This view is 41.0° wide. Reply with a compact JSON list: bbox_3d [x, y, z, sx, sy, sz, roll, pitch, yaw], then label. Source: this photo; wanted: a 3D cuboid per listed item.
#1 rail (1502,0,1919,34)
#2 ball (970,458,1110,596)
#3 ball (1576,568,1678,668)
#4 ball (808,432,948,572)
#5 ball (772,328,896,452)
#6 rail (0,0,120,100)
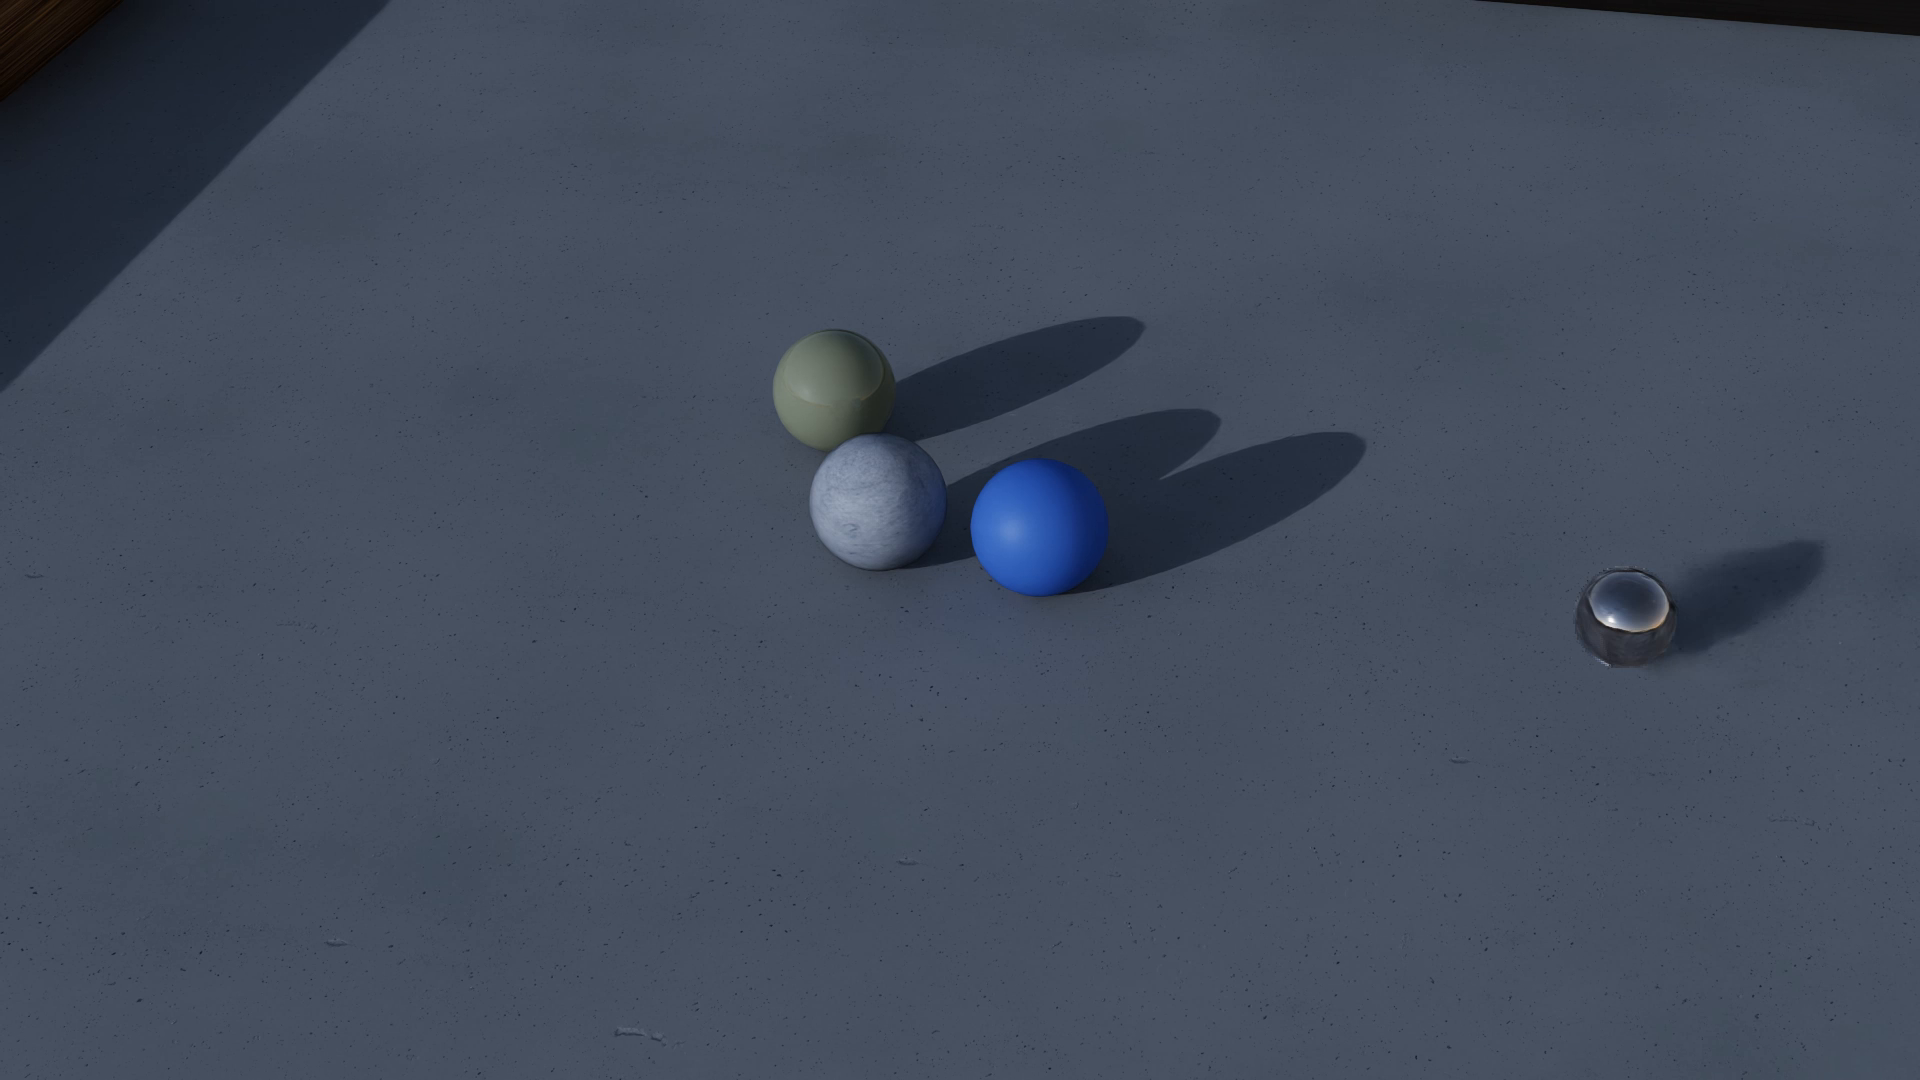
[{"bbox_3d":[1.280,-0.514,2.489,4.288,0.128,0.045,7,35,10],"label":"rail"},{"bbox_3d":[0.055,-0.009,1.785,0.097,0.097,0.097,0,35,0],"label":"ball"},{"bbox_3d":[0.448,0.052,1.724,0.066,0.066,0.066,0,35,0],"label":"ball"},{"bbox_3d":[-0.058,-0.027,1.810,0.098,0.098,0.098,0,35,0],"label":"ball"},{"bbox_3d":[-0.095,-0.113,1.939,0.094,0.094,0.094,0,35,0],"label":"ball"},{"bbox_3d":[-1.026,-0.136,1.941,0.045,0.128,2.299,7,35,10],"label":"rail"}]
